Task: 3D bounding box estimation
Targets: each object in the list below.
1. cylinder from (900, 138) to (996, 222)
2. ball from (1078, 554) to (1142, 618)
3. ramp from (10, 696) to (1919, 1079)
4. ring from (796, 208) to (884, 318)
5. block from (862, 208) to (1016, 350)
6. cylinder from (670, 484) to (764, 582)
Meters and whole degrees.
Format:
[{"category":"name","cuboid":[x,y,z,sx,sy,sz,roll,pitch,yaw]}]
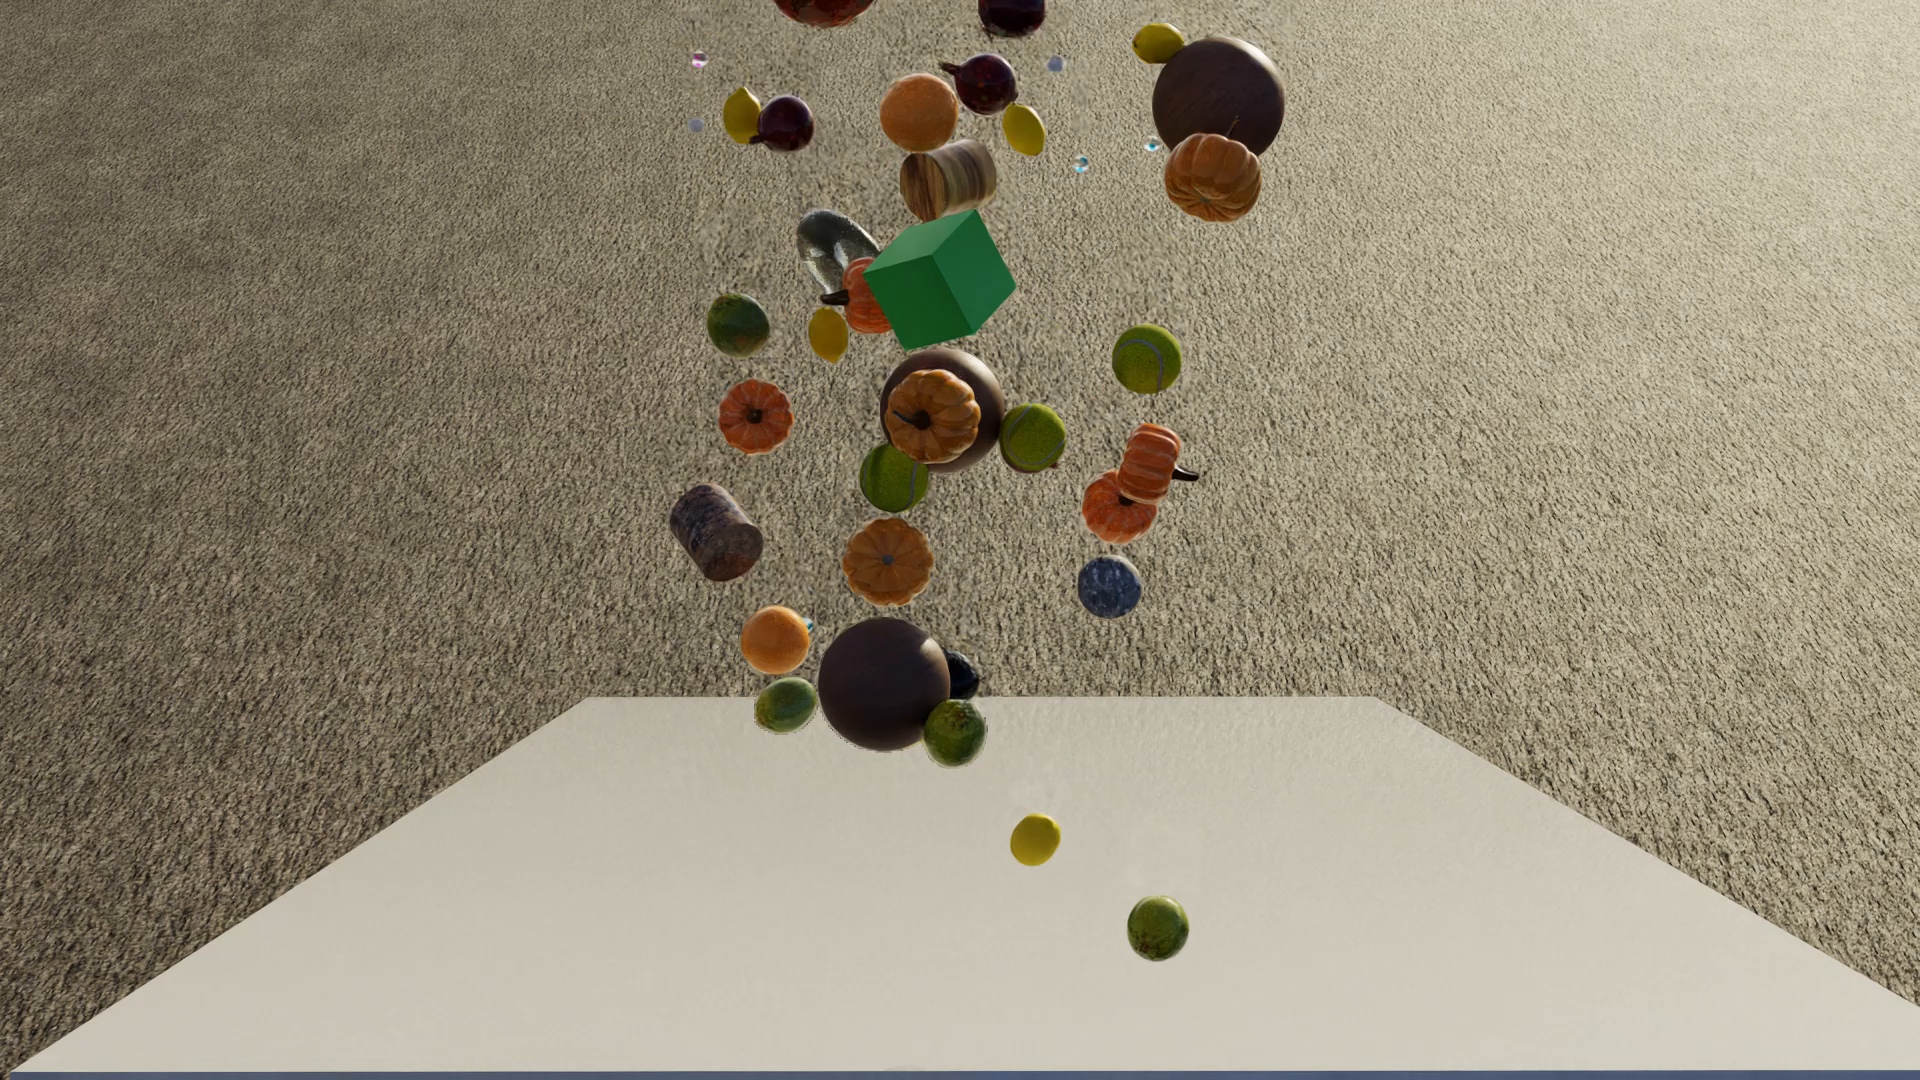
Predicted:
[{"category":"cylinder","cuboid":[-0.012,-0.369,2.638,0.070,0.070,0.070,-22,33,-38]},{"category":"ball","cuboid":[0.145,0.045,2.491,0.063,0.063,0.063,0,25,0]},{"category":"ramp","cuboid":[0.057,0.512,4.554,2.000,0.100,4.000,0,2,0]},{"category":"ring","cuboid":[-0.118,-0.286,2.667,0.044,0.131,0.131,-43,42,-18]},{"category":"block","cuboid":[-0.019,-0.244,2.422,0.087,0.087,0.087,-10,29,40]},{"category":"cylinder","cuboid":[-0.253,-0.008,2.675,0.073,0.073,0.073,-14,42,-28]}]
